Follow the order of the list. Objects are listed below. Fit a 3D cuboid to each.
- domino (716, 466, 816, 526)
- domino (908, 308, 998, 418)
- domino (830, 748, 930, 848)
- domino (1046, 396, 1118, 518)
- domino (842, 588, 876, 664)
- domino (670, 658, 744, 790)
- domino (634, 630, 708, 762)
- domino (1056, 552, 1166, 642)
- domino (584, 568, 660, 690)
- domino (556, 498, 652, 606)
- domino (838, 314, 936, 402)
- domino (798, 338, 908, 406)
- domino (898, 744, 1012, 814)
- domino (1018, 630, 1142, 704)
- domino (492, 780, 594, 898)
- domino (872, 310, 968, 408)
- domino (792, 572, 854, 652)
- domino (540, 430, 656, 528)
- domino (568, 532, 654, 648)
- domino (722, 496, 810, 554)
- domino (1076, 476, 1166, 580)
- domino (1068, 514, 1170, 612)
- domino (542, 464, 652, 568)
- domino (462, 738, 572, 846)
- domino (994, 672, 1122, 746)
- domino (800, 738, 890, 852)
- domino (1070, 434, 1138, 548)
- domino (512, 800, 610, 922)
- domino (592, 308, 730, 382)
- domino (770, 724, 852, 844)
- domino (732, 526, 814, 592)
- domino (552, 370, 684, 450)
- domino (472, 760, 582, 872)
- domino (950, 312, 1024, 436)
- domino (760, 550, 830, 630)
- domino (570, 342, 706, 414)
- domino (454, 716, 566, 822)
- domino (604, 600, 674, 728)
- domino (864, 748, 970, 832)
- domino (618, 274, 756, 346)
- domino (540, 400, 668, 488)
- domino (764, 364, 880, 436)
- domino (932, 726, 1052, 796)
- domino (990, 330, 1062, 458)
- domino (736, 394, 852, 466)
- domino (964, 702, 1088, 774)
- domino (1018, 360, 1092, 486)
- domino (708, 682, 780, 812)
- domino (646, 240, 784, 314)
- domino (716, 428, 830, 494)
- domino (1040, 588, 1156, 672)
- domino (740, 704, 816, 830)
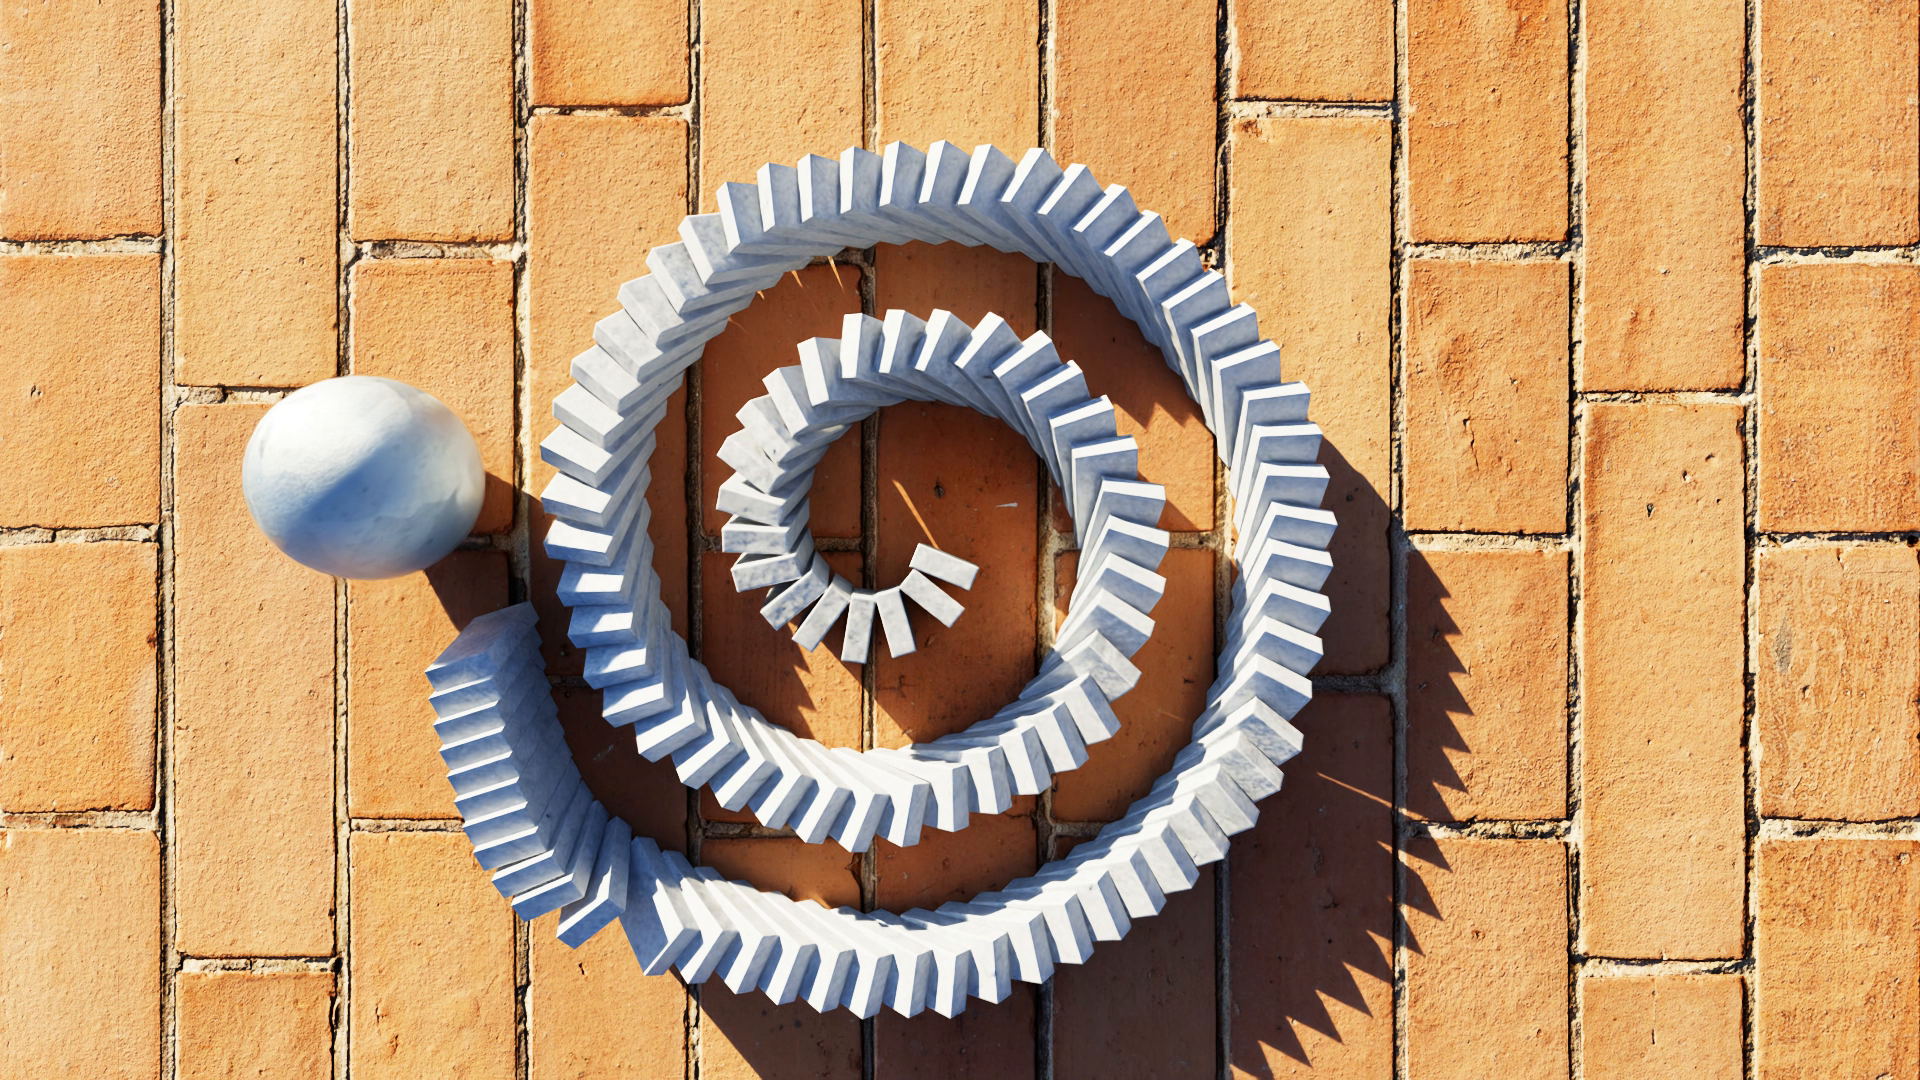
[{"bbox_3d":[-0.078,-0.022,0.375,0.025,0.050,0.010,16,112,0],"label":"domino"},{"bbox_3d":[0.003,-0.072,0.378,0.009,0.050,0.025,24,90,42],"label":"domino"},{"bbox_3d":[-0.036,0.106,0.380,0.050,0.009,0.025,10,90,41],"label":"domino"},{"bbox_3d":[0.053,-0.034,0.379,0.025,0.009,0.050,-18,134,0],"label":"domino"},{"bbox_3d":[-0.041,0.034,0.375,0.010,0.050,0.025,9,90,-5],"label":"domino"},{"bbox_3d":[-0.110,0.075,0.380,0.025,0.009,0.050,-41,49,0],"label":"domino"},{"bbox_3d":[-0.123,0.064,0.380,0.025,0.009,0.050,-30,49,0],"label":"domino"},{"bbox_3d":[0.062,0.030,0.380,0.025,0.009,0.050,26,132,0],"label":"domino"},{"bbox_3d":[-0.139,0.036,0.380,0.025,0.009,0.050,-13,50,1],"label":"domino"},{"bbox_3d":[-0.147,0.004,0.380,0.025,0.010,0.050,-1,50,0],"label":"domino"},{"bbox_3d":[-0.028,-0.074,0.377,0.009,0.050,0.025,6,90,37],"label":"domino"},{"bbox_3d":[-0.043,-0.068,0.377,0.010,0.050,0.025,-13,90,35],"label":"domino"},{"bbox_3d":[-0.003,0.098,0.380,0.050,0.010,0.025,-10,90,41],"label":"domino"},{"bbox_3d":[0.049,0.060,0.380,0.025,0.010,0.050,44,133,0],"label":"domino"},{"bbox_3d":[-0.169,0.121,0.375,0.025,0.050,0.010,-23,111,0],"label":"domino"},{"bbox_3d":[-0.013,-0.074,0.378,0.010,0.050,0.025,14,90,40],"label":"domino"},{"bbox_3d":[-0.055,0.029,0.375,0.009,0.050,0.025,36,90,-7],"label":"domino"},{"bbox_3d":[-0.149,-0.029,0.380,0.025,0.010,0.050,15,49,0],"label":"domino"},{"bbox_3d":[-0.144,0.020,0.380,0.025,0.009,0.050,-7,50,0],"label":"domino"},{"bbox_3d":[-0.078,-0.007,0.375,0.025,0.050,0.009,2,108,0],"label":"domino"},{"bbox_3d":[0.066,-0.002,0.379,0.025,0.010,0.050,8,133,-1],"label":"domino"},{"bbox_3d":[0.065,0.014,0.380,0.025,0.009,0.050,17,132,-1],"label":"domino"},{"bbox_3d":[-0.149,-0.013,0.380,0.025,0.009,0.050,9,50,0],"label":"domino"},{"bbox_3d":[-0.180,0.102,0.375,0.025,0.050,0.009,-18,111,0],"label":"domino"},{"bbox_3d":[0.040,0.075,0.380,0.050,0.009,0.025,-31,91,42],"label":"domino"},{"bbox_3d":[-0.053,0.105,0.380,0.050,0.010,0.025,23,90,41],"label":"domino"},{"bbox_3d":[0.060,-0.019,0.379,0.025,0.010,0.050,-9,133,0],"label":"domino"},{"bbox_3d":[-0.162,0.130,0.375,0.025,0.050,0.009,-23,113,0],"label":"domino"},{"bbox_3d":[-0.123,-0.088,0.380,0.025,0.010,0.050,44,50,0],"label":"domino"},{"bbox_3d":[-0.068,0.100,0.380,0.050,0.010,0.025,30,90,41],"label":"domino"},{"bbox_3d":[-0.075,0.007,0.375,0.025,0.050,0.010,-12,104,0],"label":"domino"},{"bbox_3d":[-0.141,-0.061,0.380,0.025,0.009,0.050,34,50,1],"label":"domino"},{"bbox_3d":[-0.176,0.111,0.375,0.025,0.050,0.009,-18,111,0],"label":"domino"},{"bbox_3d":[0.019,-0.068,0.379,0.025,0.050,0.009,-50,47,0],"label":"domino"},{"bbox_3d":[-0.066,0.020,0.375,0.025,0.050,0.009,-39,101,0],"label":"domino"},{"bbox_3d":[-0.133,-0.075,0.380,0.025,0.010,0.050,40,50,0],"label":"domino"},{"bbox_3d":[-0.183,0.092,0.375,0.025,0.050,0.010,-18,111,0],"label":"domino"},{"bbox_3d":[-0.133,0.050,0.380,0.025,0.010,0.050,-18,50,1],"label":"domino"},{"bbox_3d":[-0.019,0.103,0.380,0.050,0.009,0.025,-1,90,41],"label":"domino"},{"bbox_3d":[-0.113,-0.101,0.381,0.025,0.010,0.050,51,51,0],"label":"domino"},{"bbox_3d":[-0.147,-0.046,0.380,0.025,0.010,0.050,27,50,1],"label":"domino"},{"bbox_3d":[-0.056,-0.059,0.376,0.009,0.050,0.025,-28,90,32],"label":"domino"},{"bbox_3d":[0.012,0.092,0.380,0.050,0.009,0.025,-17,90,41],"label":"domino"},{"bbox_3d":[0.033,-0.059,0.379,0.025,0.050,0.010,-35,46,0],"label":"domino"},{"bbox_3d":[-0.067,-0.049,0.376,0.009,0.050,0.025,-39,90,29],"label":"domino"},{"bbox_3d":[0.027,0.085,0.380,0.050,0.009,0.025,-23,91,41],"label":"domino"},{"bbox_3d":[0.044,-0.047,0.379,0.025,0.009,0.050,-28,135,0],"label":"domino"},{"bbox_3d":[-0.097,0.085,0.380,0.025,0.010,0.050,-48,50,0],"label":"domino"},{"bbox_3d":[-0.101,-0.113,0.380,0.050,0.010,0.025,-32,90,-40],"label":"domino"},{"bbox_3d":[-0.075,-0.037,0.375,0.025,0.050,0.010,38,115,0],"label":"domino"},{"bbox_3d":[0.056,0.045,0.380,0.025,0.010,0.050,32,131,0],"label":"domino"},{"bbox_3d":[-0.083,0.093,0.380,0.050,0.009,0.025,35,90,40],"label":"domino"}]
